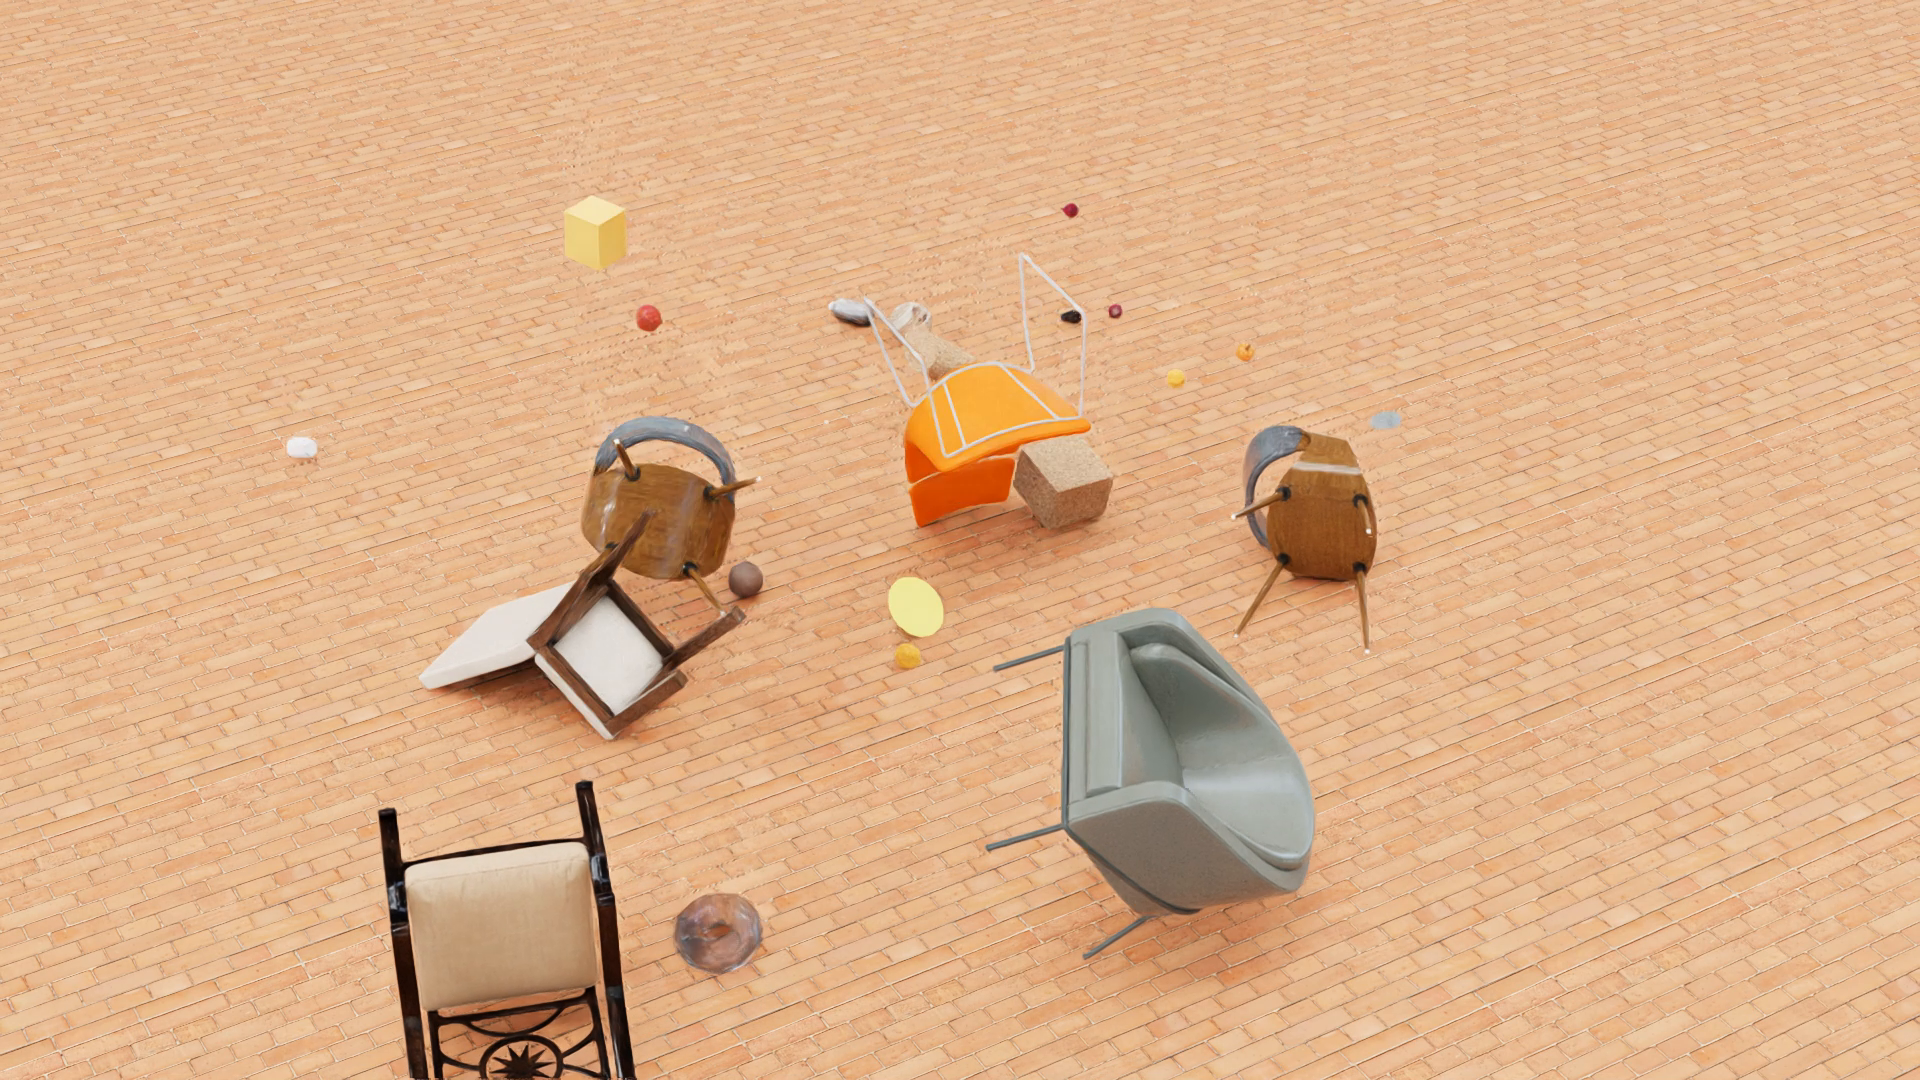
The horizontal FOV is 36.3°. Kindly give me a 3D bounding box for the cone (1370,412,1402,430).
[{"bbox_3d":[1.687,-0.472,11.633,0.127,0.070,0.052,-10,-3,3],"label":"cone"}]

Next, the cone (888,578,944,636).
[{"bbox_3d":[-0.179,0.257,10.487,0.223,0.094,0.233,-2,66,-32],"label":"cone"}]

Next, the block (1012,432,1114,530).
[{"bbox_3d":[0.388,-0.222,11.033,0.255,0.194,0.262,-16,50,-28],"label":"block"}]

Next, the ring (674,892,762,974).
[{"bbox_3d":[-0.742,1.204,8.999,0.272,0.100,0.342,-23,33,-12],"label":"ring"}]

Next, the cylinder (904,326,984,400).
[{"bbox_3d":[-0.062,-0.702,11.604,0.312,0.141,0.235,27,29,-46],"label":"cylinder"}]

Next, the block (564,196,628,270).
[{"bbox_3d":[-1.353,-1.140,10.887,0.165,0.192,0.157,24,41,26],"label":"block"}]

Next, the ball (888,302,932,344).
[{"bbox_3d":[-0.203,-0.894,12.136,0.182,0.182,0.182,0,33,0],"label":"ball"}]
